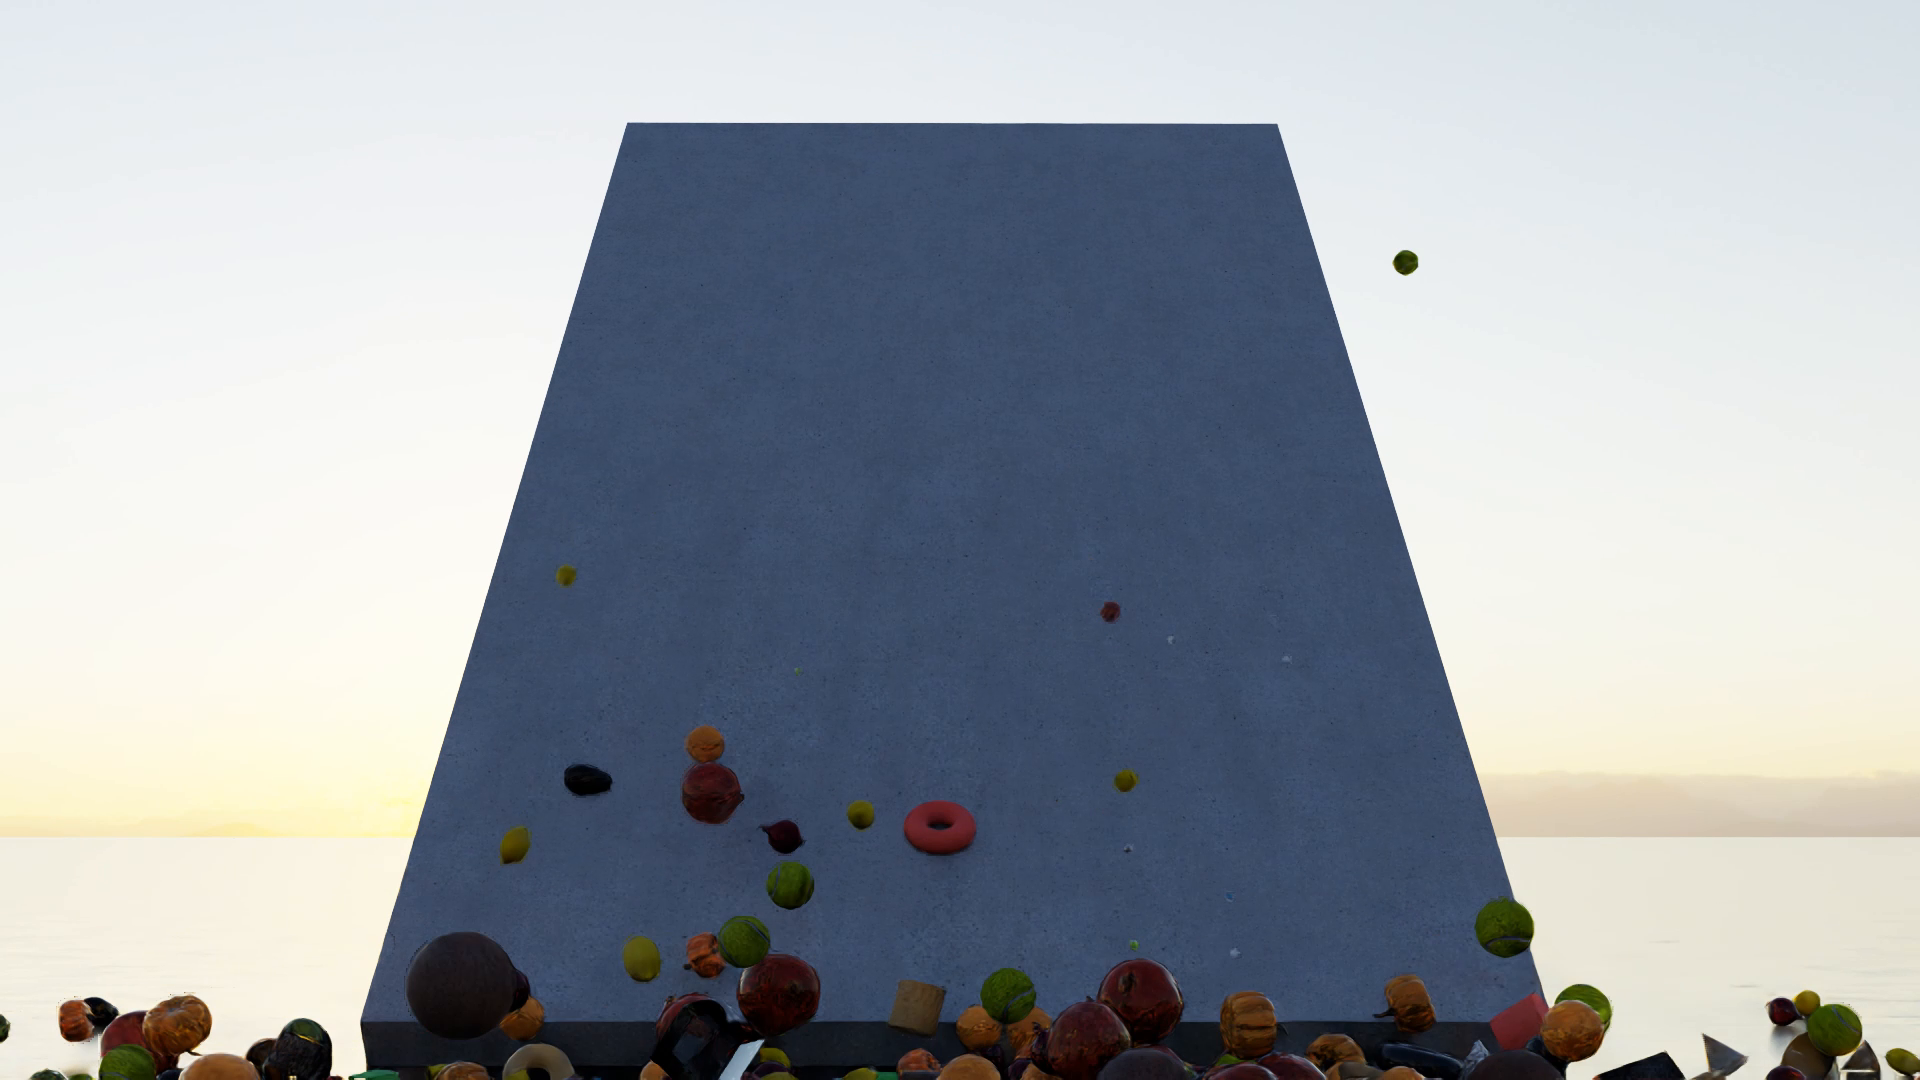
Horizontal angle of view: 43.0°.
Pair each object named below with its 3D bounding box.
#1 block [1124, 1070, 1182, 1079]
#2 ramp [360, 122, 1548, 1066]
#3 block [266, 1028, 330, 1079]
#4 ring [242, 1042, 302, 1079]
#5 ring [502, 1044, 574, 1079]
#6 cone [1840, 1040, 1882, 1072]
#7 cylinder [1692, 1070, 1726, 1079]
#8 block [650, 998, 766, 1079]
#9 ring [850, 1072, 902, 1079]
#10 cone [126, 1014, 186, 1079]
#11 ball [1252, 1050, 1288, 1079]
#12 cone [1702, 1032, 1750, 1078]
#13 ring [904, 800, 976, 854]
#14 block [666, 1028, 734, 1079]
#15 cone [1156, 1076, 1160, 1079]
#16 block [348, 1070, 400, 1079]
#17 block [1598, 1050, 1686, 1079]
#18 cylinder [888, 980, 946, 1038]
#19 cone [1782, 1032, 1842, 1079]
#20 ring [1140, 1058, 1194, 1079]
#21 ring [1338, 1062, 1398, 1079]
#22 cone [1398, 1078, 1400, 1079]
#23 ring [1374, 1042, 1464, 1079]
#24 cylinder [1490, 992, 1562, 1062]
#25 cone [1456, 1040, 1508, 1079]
[{"bbox_3d":[0.271,0.777,3.424,0.058,0.058,0.058,-6,-9,43],"label":"block"},{"bbox_3d":[-0.014,-0.196,5.818,2.000,0.100,4.000,0,31,0],"label":"ramp"},{"bbox_3d":[-0.936,0.731,3.452,0.053,0.053,0.053,11,-19,40],"label":"block"},{"bbox_3d":[-1.011,0.781,3.594,0.092,0.092,0.031,1,25,-9],"label":"ring"},{"bbox_3d":[-0.593,0.758,3.425,0.101,0.101,0.034,1,-23,-9],"label":"ring"},{"bbox_3d":[1.485,0.865,4.040,0.057,0.057,0.057,-25,-9,4],"label":"cone"},{"bbox_3d":[1.035,0.764,3.354,0.052,0.052,0.052,-24,-5,-2],"label":"cylinder"},{"bbox_3d":[-0.346,0.698,3.350,0.092,0.092,0.092,37,12,22],"label":"block"},{"bbox_3d":[-0.127,0.827,3.713,0.087,0.029,0.087,-1,-8,0],"label":"ring"},{"bbox_3d":[-1.312,0.831,3.917,0.095,0.095,0.095,15,-45,15],"label":"cone"},{"bbox_3d":[0.487,0.828,3.827,0.054,0.054,0.054,0,-7,0],"label":"ball"},{"bbox_3d":[1.176,0.795,3.794,0.072,0.072,0.072,-24,-29,-15],"label":"cone"},{"bbox_3d":[-0.037,0.530,4.497,0.135,0.045,0.135,1,31,-1],"label":"ring"},{"bbox_3d":[-0.382,0.768,3.590,0.062,0.062,0.062,9,35,40],"label":"block"},{"bbox_3d":[0.271,0.766,3.344,0.061,0.061,0.061,0,-6,0],"label":"cone"},{"bbox_3d":[-0.828,0.781,3.452,0.051,0.051,0.051,-3,-3,-43],"label":"block"},{"bbox_3d":[0.819,0.673,2.880,0.085,0.085,0.085,-20,17,1],"label":"block"},{"bbox_3d":[-0.069,0.759,3.946,0.077,0.077,0.077,13,-17,4],"label":"cylinder"},{"bbox_3d":[1.349,0.829,3.803,0.094,0.094,0.094,34,-24,-27],"label":"cone"},{"bbox_3d":[0.322,0.832,3.807,0.088,0.029,0.088,-1,4,0],"label":"ring"},{"bbox_3d":[0.567,0.745,3.375,0.089,0.030,0.089,18,-9,3],"label":"ring"},{"bbox_3d":[0.616,0.799,3.463,0.054,0.054,0.054,-2,-34,13],"label":"cone"},{"bbox_3d":[0.718,0.818,3.809,0.143,0.048,0.143,13,-5,1],"label":"ring"},{"bbox_3d":[0.777,0.669,3.346,0.069,0.069,0.069,-38,-21,19],"label":"cylinder"},{"bbox_3d":[0.813,0.822,3.723,0.088,0.088,0.088,26,2,20],"label":"cone"}]
